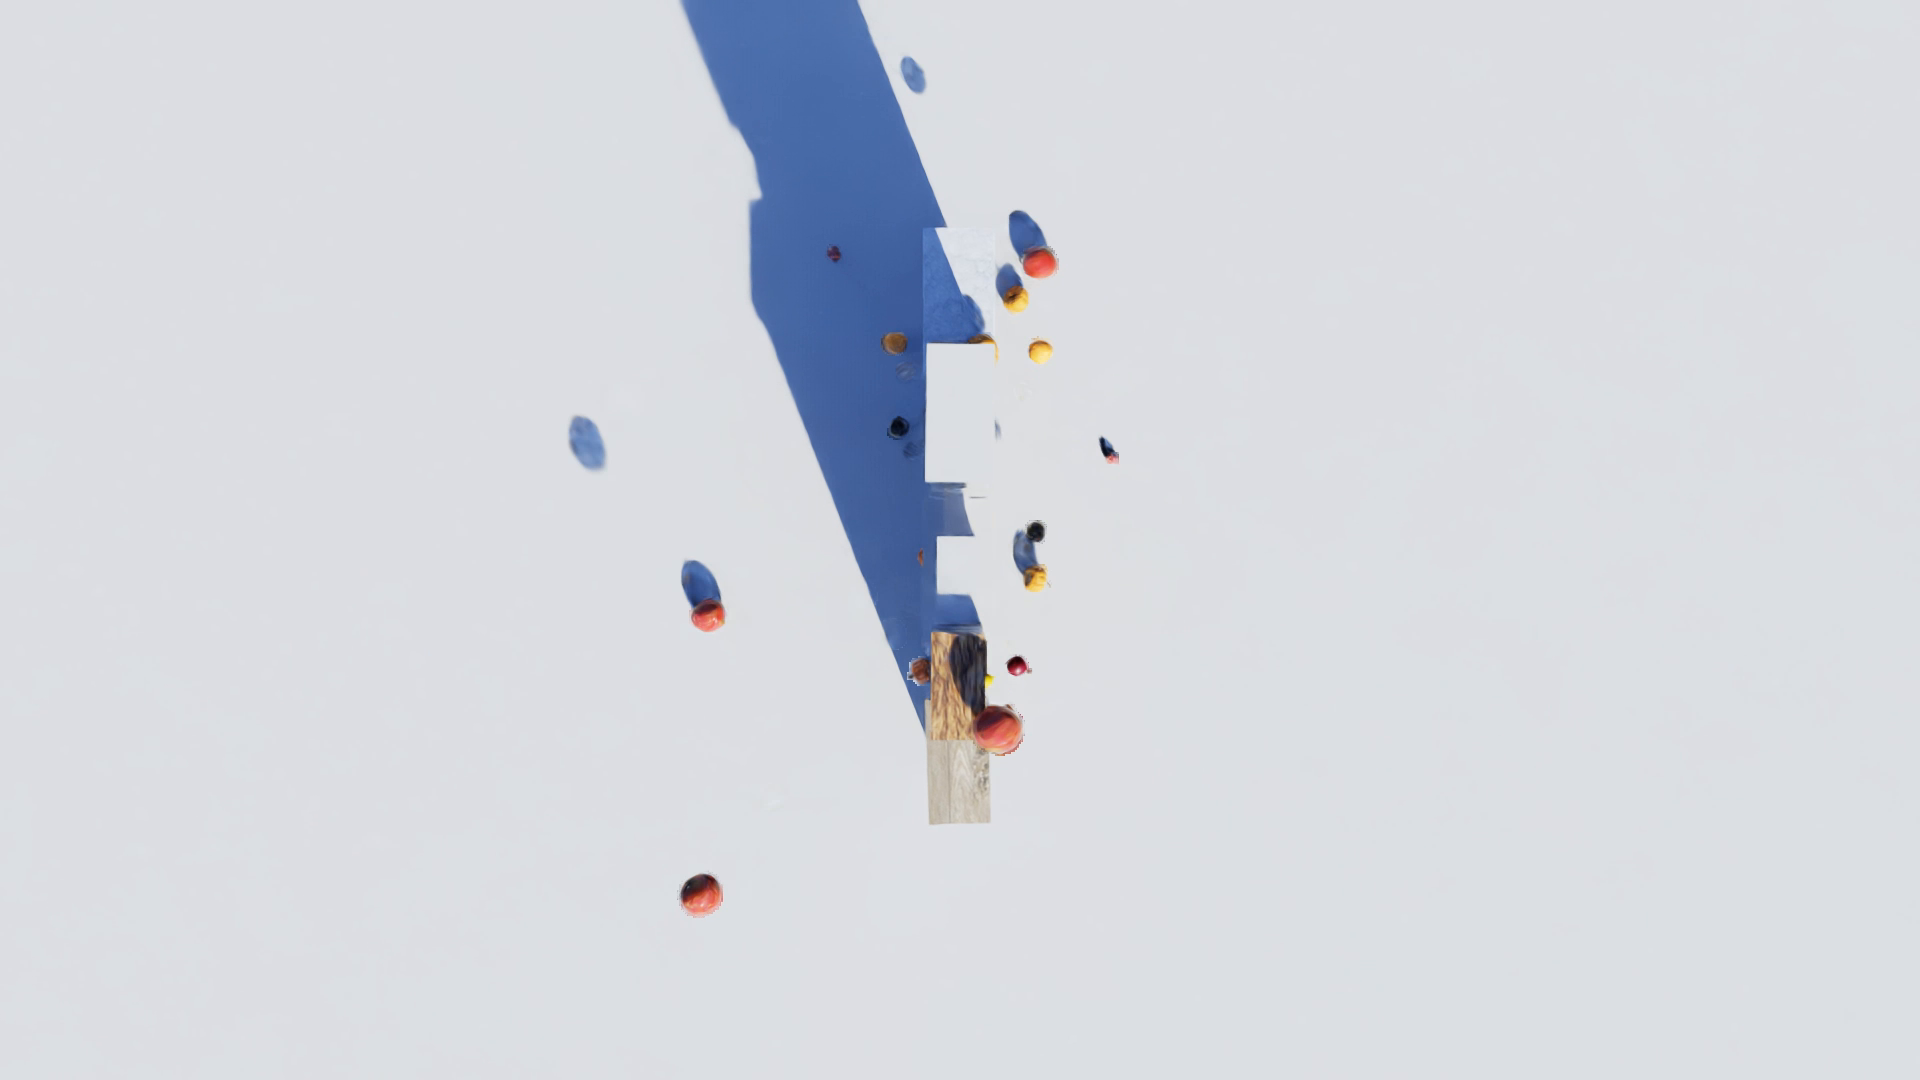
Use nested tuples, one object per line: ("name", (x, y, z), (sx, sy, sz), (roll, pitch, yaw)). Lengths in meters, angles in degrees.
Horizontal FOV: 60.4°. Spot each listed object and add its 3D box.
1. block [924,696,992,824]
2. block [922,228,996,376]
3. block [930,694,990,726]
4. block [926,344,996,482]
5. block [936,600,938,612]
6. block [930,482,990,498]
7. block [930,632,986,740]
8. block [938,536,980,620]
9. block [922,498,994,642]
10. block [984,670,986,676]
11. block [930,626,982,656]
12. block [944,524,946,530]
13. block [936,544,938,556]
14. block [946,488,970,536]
("block", (-0.005, 0.598, 4.481), (0.170, 0.048, 0.339), (-2, 90, 0))
("block", (-0.002, -0.583, 4.036), (0.177, 0.050, 0.355), (0, 90, 0))
("block", (-0.001, 0.482, 4.675), (0.170, 0.339, 0.048), (1, 91, 0))
("block", (0.001, -0.282, 3.683), (0.153, 0.043, 0.306), (1, 90, 0))
("block", (-0.005, 0.155, 3.985), (0.099, 0.197, 0.028), (-1, 91, 0))
("block", (-0.001, -0.255, 4.099), (0.148, 0.042, 0.296), (0, 90, 0))
("block", (-0.005, 0.338, 3.818), (0.124, 0.035, 0.248), (1, 91, 0))
("block", (-0.004, 0.090, 3.873), (0.099, 0.028, 0.197), (0, 90, 0))
("block", (-0.003, 0.074, 4.110), (0.176, 0.050, 0.353), (0, 90, 0))
("block", (-0.002, 0.220, 4.521), (0.149, 0.042, 0.299), (0, 90, 0))
("block", (-0.006, 0.242, 3.959), (0.124, 0.248, 0.035), (0, 95, 0))
("block", (-0.008, -0.033, 4.024), (0.057, 0.121, 0.016), (0, 92, 0))
("block", (-0.005, 0.023, 3.986), (0.099, 0.197, 0.028), (0, 91, 0))
("block", (-0.006, -0.068, 3.956), (0.057, 0.016, 0.113), (0, 90, 0))
